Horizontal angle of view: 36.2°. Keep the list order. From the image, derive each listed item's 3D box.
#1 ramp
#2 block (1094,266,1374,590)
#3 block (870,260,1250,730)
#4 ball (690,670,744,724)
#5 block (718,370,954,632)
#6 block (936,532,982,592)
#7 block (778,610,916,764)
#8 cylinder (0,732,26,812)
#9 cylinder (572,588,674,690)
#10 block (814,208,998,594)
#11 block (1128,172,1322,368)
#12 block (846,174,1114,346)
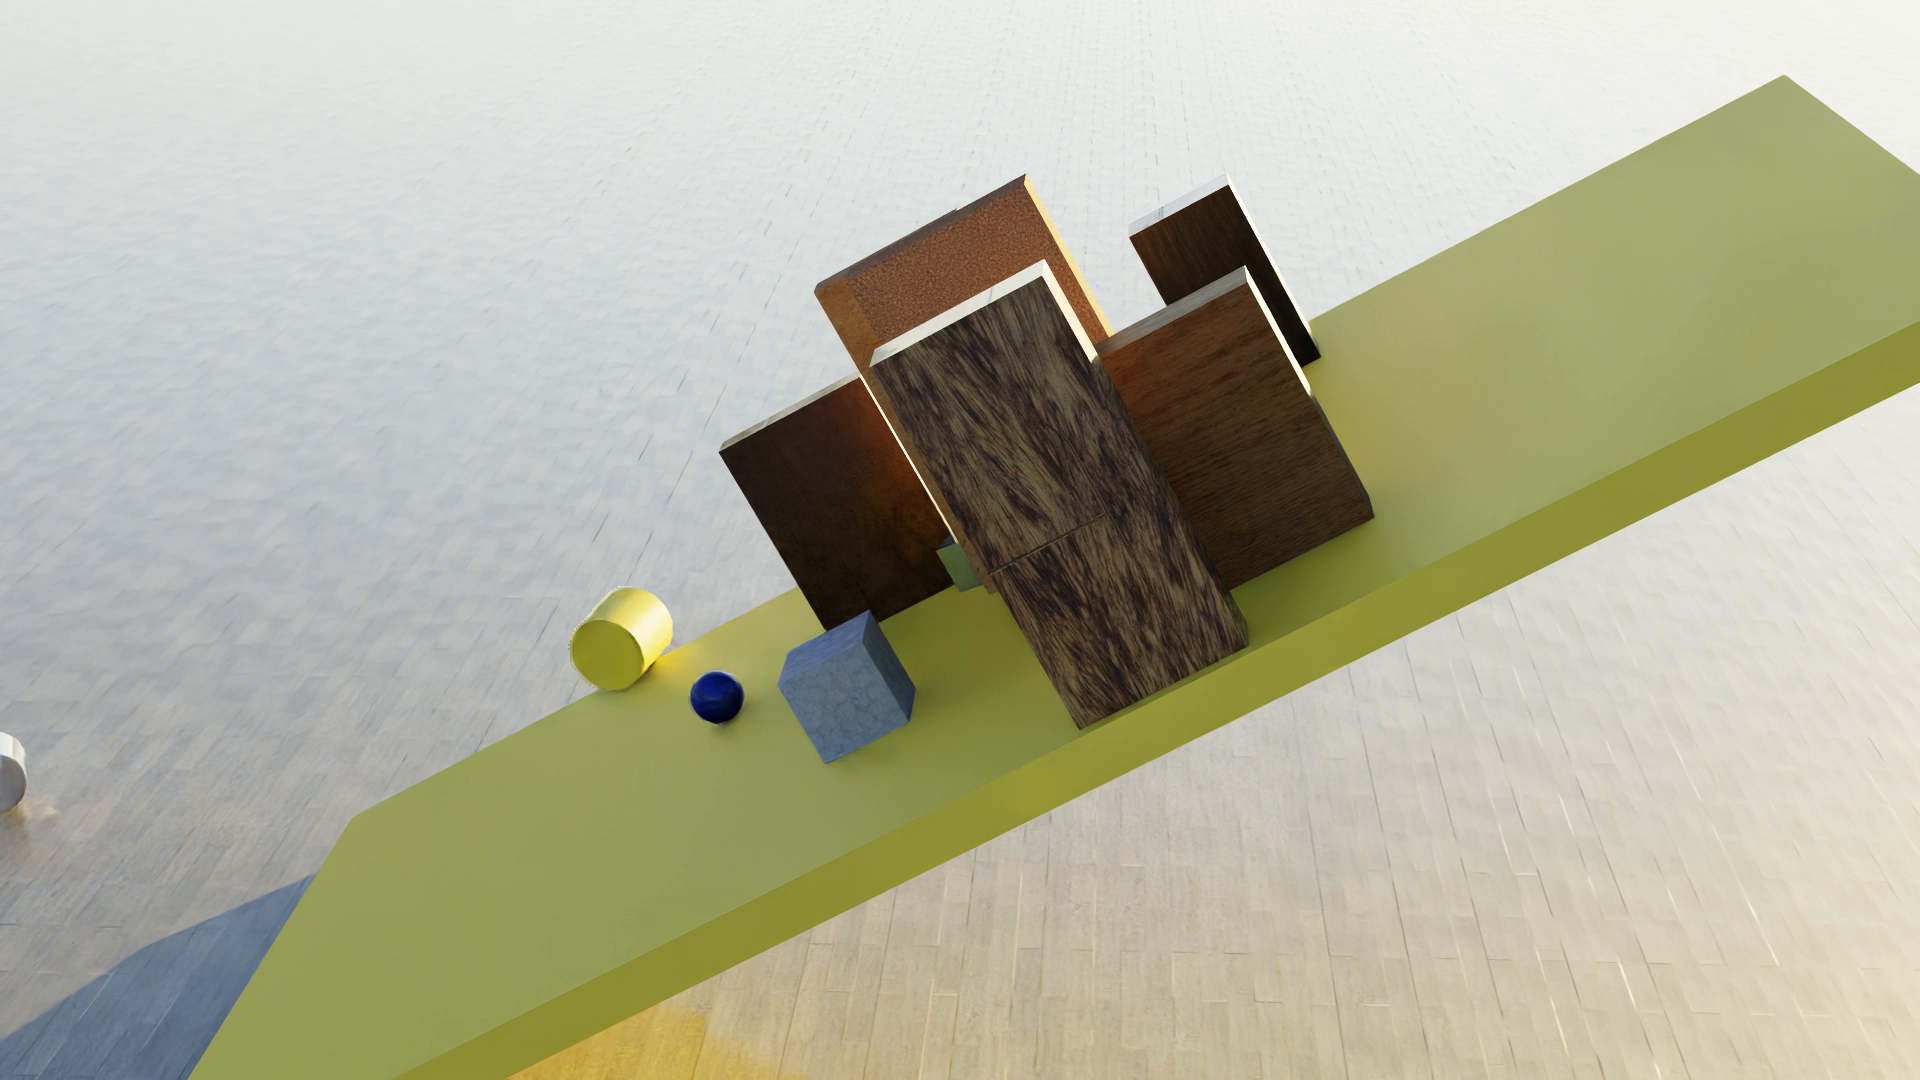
[{"bbox_3d":[0.142,0.167,6.283,4.000,0.100,2.000,-27,14,11],"label":"ramp"},{"bbox_3d":[0.502,-0.199,5.563,0.355,0.515,0.138,-27,14,11],"label":"block"},{"bbox_3d":[0.182,-0.076,5.255,0.345,0.770,0.129,-27,14,11],"label":"block"},{"bbox_3d":[-0.542,0.349,6.571,0.120,0.120,0.120,0,18,0],"label":"ball"},{"bbox_3d":[-0.250,-0.072,6.618,0.365,0.520,0.082,-27,14,11],"label":"block"},{"bbox_3d":[0.038,0.029,6.533,0.112,0.112,0.112,-22,17,31],"label":"block"},{"bbox_3d":[-0.228,0.298,5.969,0.194,0.194,0.194,-27,14,11],"label":"block"},{"bbox_3d":[-2.594,0.623,7.889,0.173,0.173,0.173,-5,17,-16],"label":"cylinder"},{"bbox_3d":[-0.845,0.247,7.362,0.194,0.194,0.194,5,25,16],"label":"cylinder"},{"bbox_3d":[0.030,-0.292,6.309,0.344,0.766,0.085,-27,14,11],"label":"block"},{"bbox_3d":[0.607,-0.573,6.757,0.255,0.456,0.140,-27,14,11],"label":"block"},{"bbox_3d":[0.146,-0.296,6.023,0.411,0.799,0.120,-27,14,11],"label":"block"}]
